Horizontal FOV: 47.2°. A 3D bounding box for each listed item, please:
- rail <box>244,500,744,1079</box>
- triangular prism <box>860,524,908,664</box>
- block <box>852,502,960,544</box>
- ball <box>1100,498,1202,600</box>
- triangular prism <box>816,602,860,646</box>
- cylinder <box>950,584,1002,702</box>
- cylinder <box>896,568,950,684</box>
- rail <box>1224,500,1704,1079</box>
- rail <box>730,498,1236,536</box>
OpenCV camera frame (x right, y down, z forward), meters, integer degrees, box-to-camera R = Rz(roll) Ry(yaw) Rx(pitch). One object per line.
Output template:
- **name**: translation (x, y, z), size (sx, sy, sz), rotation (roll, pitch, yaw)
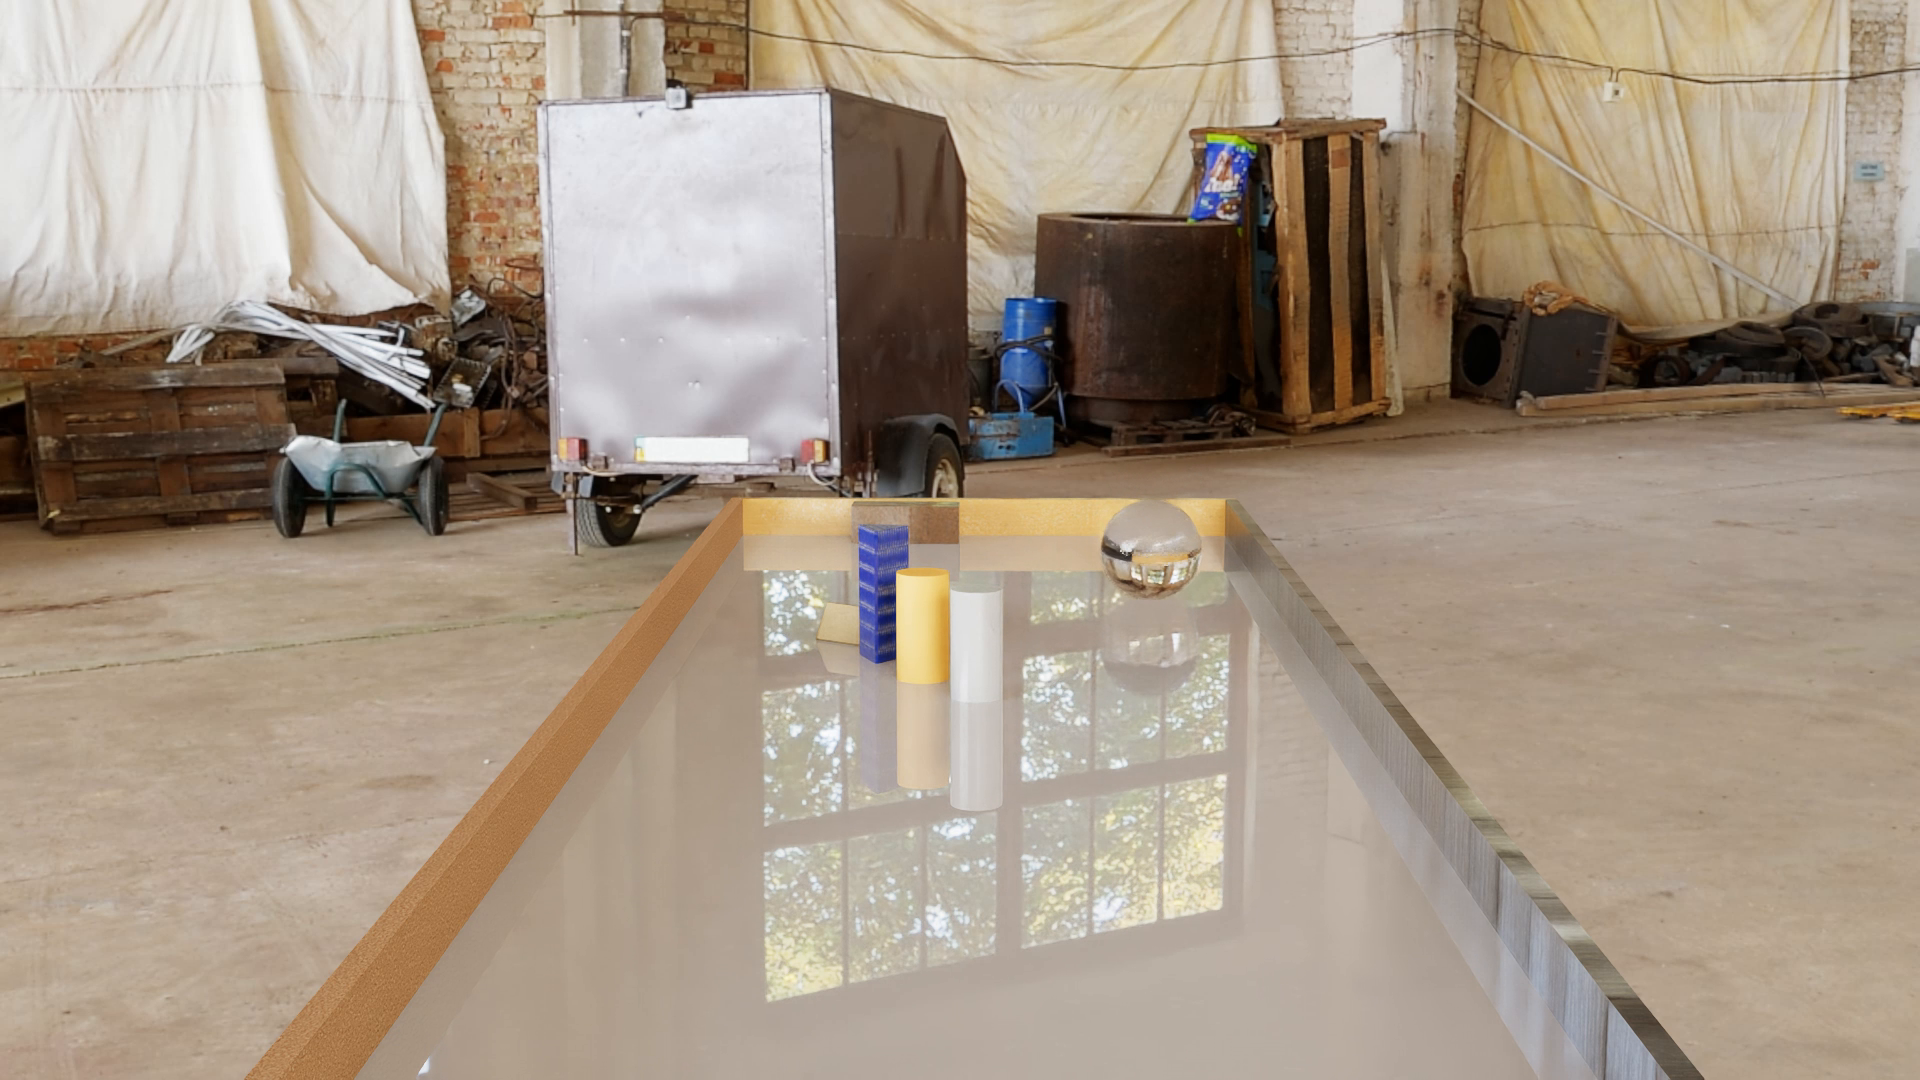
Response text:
- **rail**: translation (-1.004, 0.839, 3.234), size (0.050, 0.150, 12.000), rotation (0, 9, 1)
- **triangular prism**: translation (-0.256, 0.158, 6.715), size (0.131, 0.406, 0.152), rotation (7, 11, 38)
- **block**: translation (-0.221, -0.071, 8.970), size (0.436, 0.153, 0.153), rotation (0, 9, 2)
- **ball**: translation (0.667, 0.033, 7.679), size (0.352, 0.352, 0.352), rotation (0, 9, 0)
- **triangular prism**: translation (-0.296, 0.266, 6.957), size (0.306, 0.111, 0.128), rotation (6, 11, 33)
- **cylinder**: translation (0.047, 0.290, 6.188), size (0.148, 0.311, 0.148), rotation (0, 9, 0)
- **cylinder**: translation (-0.108, 0.249, 6.429), size (0.155, 0.316, 0.155), rotation (0, 9, 0)
- **rail**: translation (1.046, 0.843, 3.208), size (0.050, 0.150, 12.000), rotation (0, 9, 1)
- **rail**: translation (0.099, -0.098, 9.147), size (2.100, 0.150, 0.050), rotation (0, 9, 1)
